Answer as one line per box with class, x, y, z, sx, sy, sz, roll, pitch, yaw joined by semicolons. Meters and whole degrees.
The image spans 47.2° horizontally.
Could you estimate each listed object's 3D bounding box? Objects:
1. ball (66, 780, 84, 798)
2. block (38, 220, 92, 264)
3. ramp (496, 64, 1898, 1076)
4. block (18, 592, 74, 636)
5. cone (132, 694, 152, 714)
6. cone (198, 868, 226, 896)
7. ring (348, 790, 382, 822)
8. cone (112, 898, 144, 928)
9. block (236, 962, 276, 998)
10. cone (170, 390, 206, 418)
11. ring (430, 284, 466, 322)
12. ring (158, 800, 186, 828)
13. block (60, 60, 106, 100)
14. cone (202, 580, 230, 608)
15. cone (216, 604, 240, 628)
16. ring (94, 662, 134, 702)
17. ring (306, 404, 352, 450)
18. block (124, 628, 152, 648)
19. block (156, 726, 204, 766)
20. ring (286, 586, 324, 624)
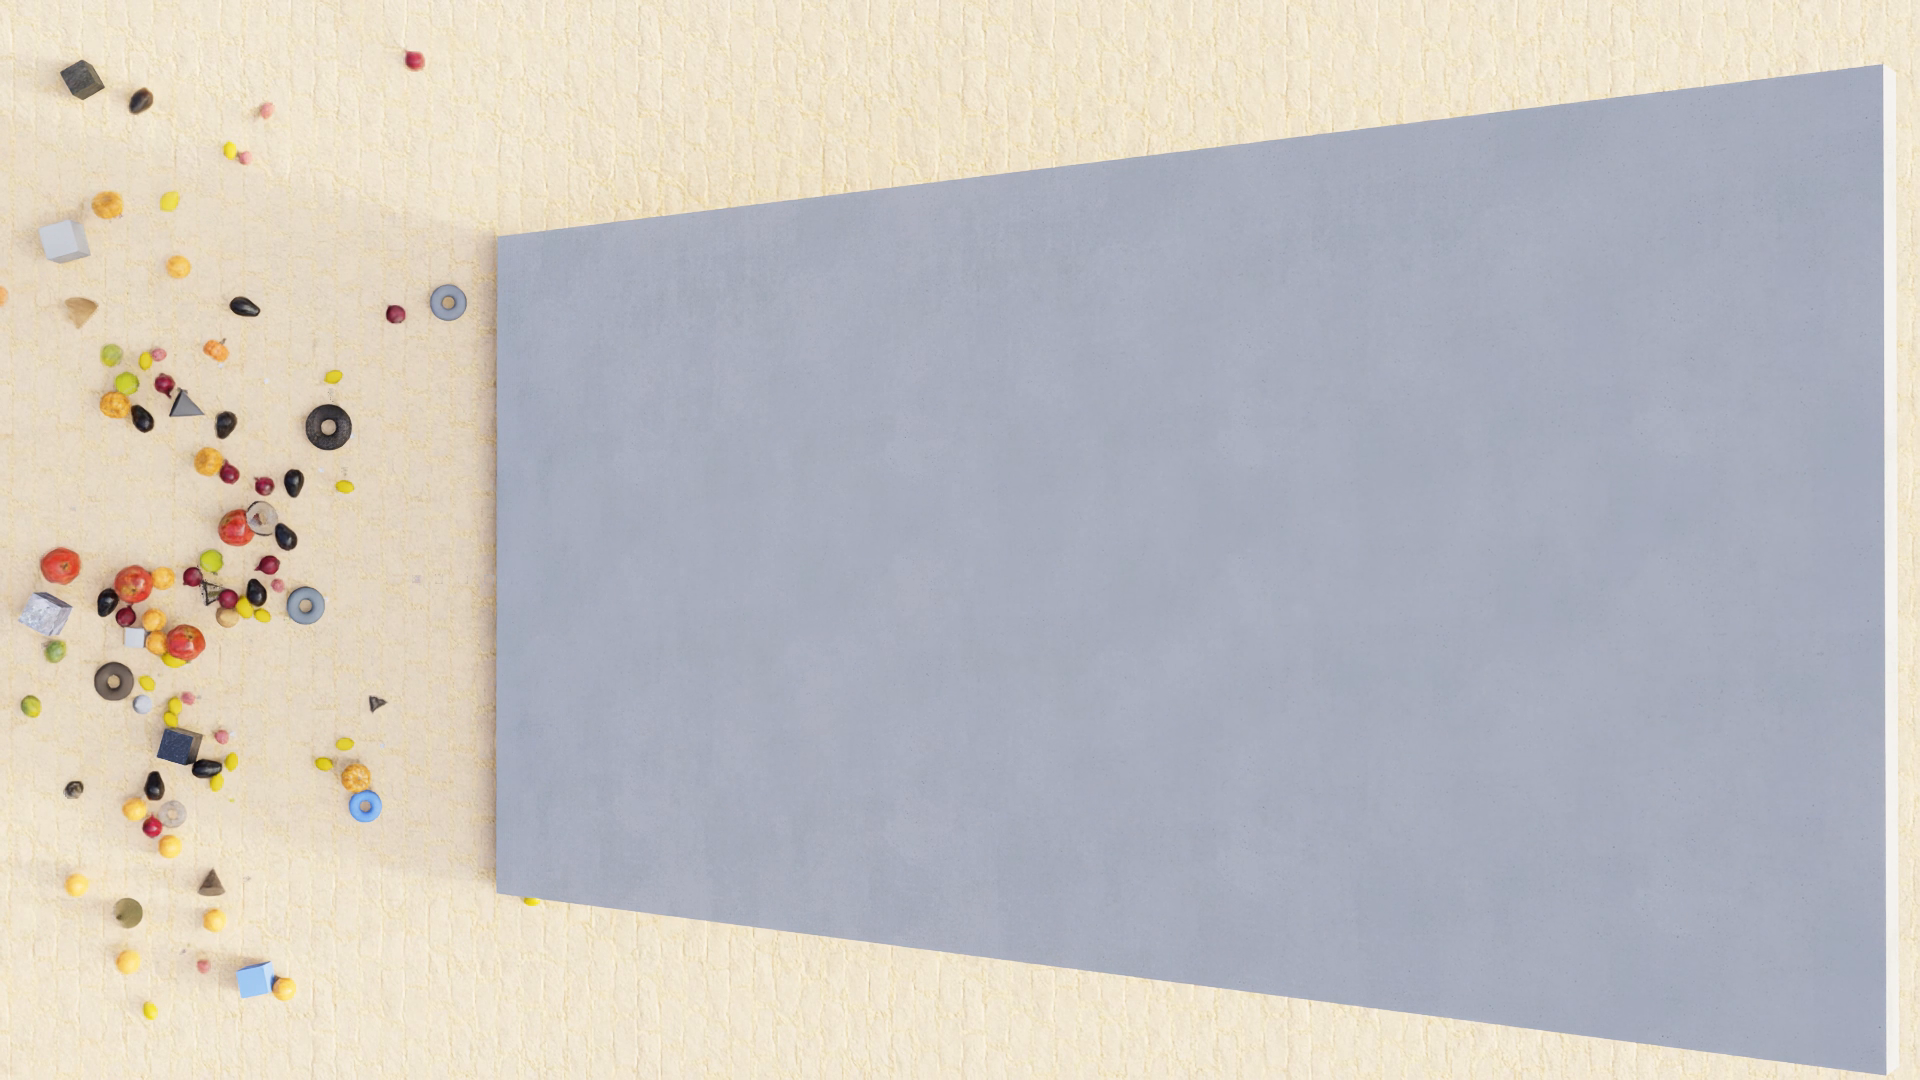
ball;-2.714;0.764;6.743;0.052;0.052;0.052;0;90;0
block;-2.740;-0.913;6.732;0.100;0.100;0.100;-15;90;0
ramp;0.238;0.066;5.560;4.000;0.100;2.000;0;89;36
block;-2.794;0.226;6.724;0.098;0.098;0.098;28;90;0
cone;-2.517;0.506;6.740;0.062;0.062;0.062;0;90;0
cone;-2.293;1.041;6.749;0.081;0.081;0.081;-7;63;0
ring;-1.826;0.817;6.752;0.102;0.034;0.102;0;90;-1
cone;-2.561;1.148;6.718;0.096;0.096;0.096;0;90;0
block;-2.150;1.345;6.723;0.084;0.084;0.084;-12;90;0
cone;-2.364;-0.402;6.757;0.093;0.093;0.093;24;90;-27
ring;-1.573;-0.729;6.762;0.114;0.038;0.114;0;89;-1
ring;-2.419;0.843;6.754;0.088;0.029;0.088;0;90;-1
block;-2.692;-1.411;6.746;0.080;0.080;0.080;-30;90;0
cone;-2.280;0.160;6.755;0.083;0.083;0.083;-7;90;-27
cone;-2.256;0.233;6.736;0.075;0.075;0.075;0;90;0
ring;-2.598;0.435;6.752;0.121;0.040;0.121;0;91;1
ring;-1.939;-0.346;6.754;0.143;0.048;0.143;0;88;1
block;-2.521;0.299;6.744;0.057;0.057;0.057;3;90;0
block;-2.385;0.630;6.725;0.090;0.090;0.090;16;90;0
ring;-2.009;0.202;6.754;0.118;0.039;0.118;0;89;1
